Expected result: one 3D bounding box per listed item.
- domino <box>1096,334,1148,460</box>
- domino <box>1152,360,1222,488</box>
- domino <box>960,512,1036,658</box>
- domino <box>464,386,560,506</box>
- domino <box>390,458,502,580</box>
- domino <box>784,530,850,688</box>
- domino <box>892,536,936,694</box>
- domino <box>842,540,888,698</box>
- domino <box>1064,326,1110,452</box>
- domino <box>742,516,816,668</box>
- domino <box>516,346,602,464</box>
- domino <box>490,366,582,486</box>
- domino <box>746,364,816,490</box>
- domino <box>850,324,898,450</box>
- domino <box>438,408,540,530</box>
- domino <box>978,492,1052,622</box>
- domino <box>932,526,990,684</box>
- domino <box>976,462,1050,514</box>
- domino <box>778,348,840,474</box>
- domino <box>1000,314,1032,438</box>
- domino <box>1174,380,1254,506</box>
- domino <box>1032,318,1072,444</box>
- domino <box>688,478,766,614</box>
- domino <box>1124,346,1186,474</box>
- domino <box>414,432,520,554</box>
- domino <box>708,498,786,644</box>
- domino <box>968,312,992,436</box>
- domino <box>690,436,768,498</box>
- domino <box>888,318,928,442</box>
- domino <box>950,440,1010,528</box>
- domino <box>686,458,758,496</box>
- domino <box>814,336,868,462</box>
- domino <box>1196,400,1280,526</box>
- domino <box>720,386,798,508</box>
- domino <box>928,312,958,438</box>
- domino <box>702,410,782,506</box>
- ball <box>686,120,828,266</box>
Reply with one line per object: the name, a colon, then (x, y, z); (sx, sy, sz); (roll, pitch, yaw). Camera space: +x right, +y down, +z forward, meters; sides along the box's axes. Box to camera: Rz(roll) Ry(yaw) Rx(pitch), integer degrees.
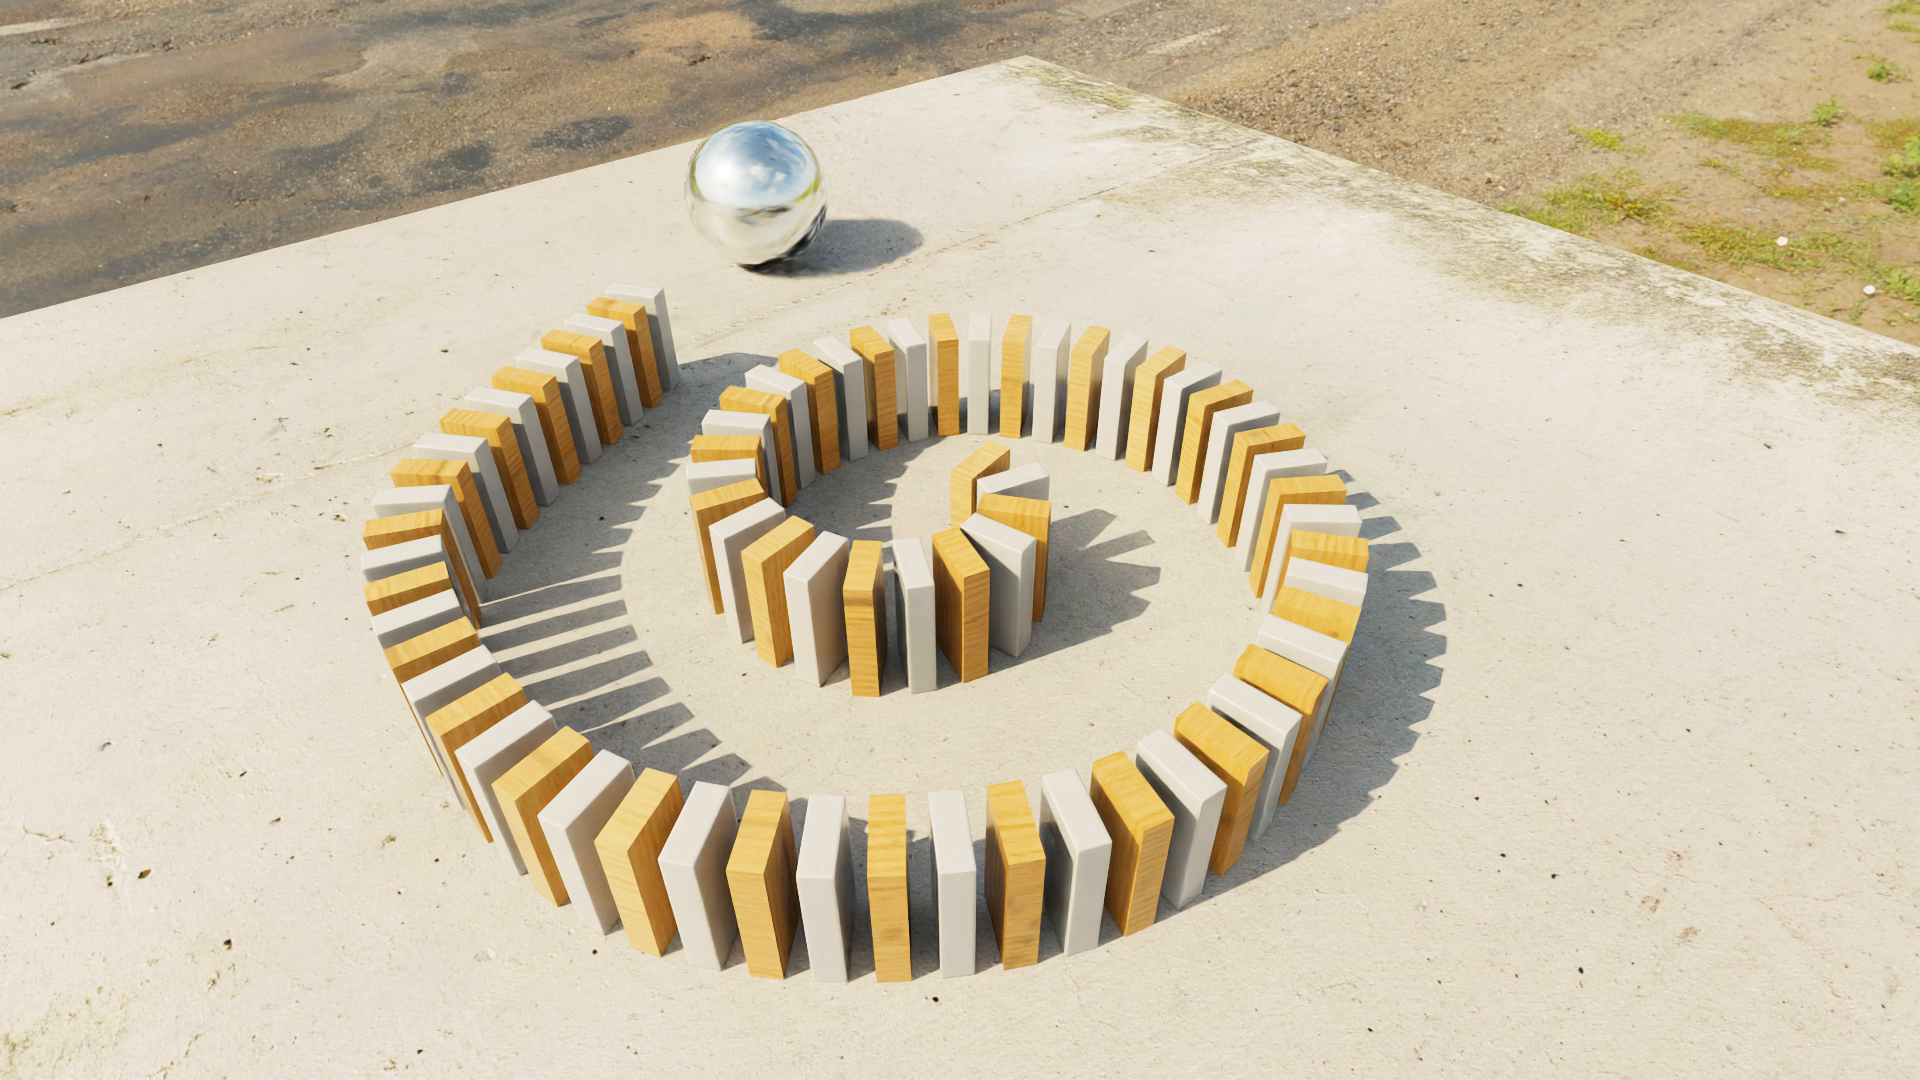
domino: (0.072, -0.063, 0.488); (0.009, 0.050, 0.025); (21, 44, 24)
domino: (0.097, -0.049, 0.472); (0.025, 0.050, 0.009); (-26, 46, -28)
domino: (0.013, 0.017, 0.391); (0.025, 0.050, 0.009); (23, 45, 26)
domino: (-0.186, -0.038, 0.458); (0.025, 0.050, 0.010); (11, 41, 13)
domino: (-0.196, -0.008, 0.421); (0.025, 0.050, 0.010); (3, 39, 3)
domino: (-0.048, 0.024, 0.382); (0.009, 0.050, 0.025); (18, 43, 21)
domino: (-0.016, 0.027, 0.379); (0.009, 0.050, 0.025); (-8, 40, -10)
domino: (-0.032, 0.027, 0.378); (0.010, 0.050, 0.025); (2, 39, 3)
domino: (0.057, -0.068, 0.494); (0.009, 0.050, 0.025); (16, 42, 19)
domino: (-0.062, 0.019, 0.389); (0.009, 0.050, 0.025); (26, 46, 28)
domino: (-0.175, -0.058, 0.483); (0.025, 0.050, 0.010); (13, 41, 15)
domino: (-0.181, -0.048, 0.471); (0.025, 0.050, 0.009); (12, 41, 14)
domino: (-0.076, -0.048, 0.470); (0.025, 0.050, 0.010); (23, 45, 26)
domino: (-0.038, -0.068, 0.495); (0.010, 0.050, 0.025); (-19, 43, -22)
domino: (-0.190, -0.028, 0.446); (0.025, 0.050, 0.010); (9, 40, 11)
domino: (0.019, 0.007, 0.403); (0.025, 0.050, 0.010); (8, 40, 9)
domino: (0.000, 0.023, 0.383); (0.009, 0.050, 0.025); (-17, 42, -20)
domino: (0.020, -0.003, 0.416); (0.025, 0.050, 0.009); (-17, 42, -20)
domino: (-0.065, -0.056, 0.479); (0.010, 0.050, 0.025); (-31, 48, -32)
domino: (0.026, -0.074, 0.502); (0.009, 0.050, 0.025); (8, 40, 9)
domino: (0.106, -0.041, 0.461); (0.025, 0.050, 0.009); (-19, 43, -22)
domino: (0.042, -0.072, 0.499); (0.009, 0.050, 0.025); (12, 41, 14)
domino: (-0.083, 0.003, 0.408); (0.025, 0.050, 0.009); (-17, 42, -20)
domino: (0.085, -0.057, 0.481); (0.010, 0.050, 0.025); (28, 47, 30)
domino: (-0.194, -0.018, 0.433); (0.025, 0.050, 0.010); (6, 40, 8)
domino: (-0.074, 0.012, 0.397); (0.025, 0.050, 0.009); (-29, 48, -31)
domino: (0.009, -0.076, 0.504); (0.010, 0.050, 0.025); (2, 39, 3)
domino: (-0.089, -0.018, 0.433); (0.025, 0.050, 0.010); (0, 39, 1)
domino: (-0.023, -0.072, 0.500); (0.010, 0.050, 0.025); (-14, 41, -16)
domino: (0.008, -0.011, 0.425); (0.010, 0.050, 0.025); (25, 46, 27)
domino: (-0.088, -0.007, 0.420); (0.025, 0.050, 0.009); (-5, 40, -6)
domino: (-0.053, -0.062, 0.488); (0.010, 0.050, 0.025); (-25, 45, -27)
domino: (0.113, -0.031, 0.449); (0.025, 0.050, 0.010); (-15, 42, -17)
domino: (-0.084, -0.038, 0.458); (0.025, 0.050, 0.010); (12, 41, 15)
domino: (-0.007, -0.075, 0.503); (0.009, 0.050, 0.025); (-7, 40, -8)
domino: (-0.088, -0.028, 0.446); (0.025, 0.050, 0.010); (6, 40, 7)
ball: (-0.115, -0.198, 0.629); (0.080, 0.080, 0.080); (0, 39, 0)
